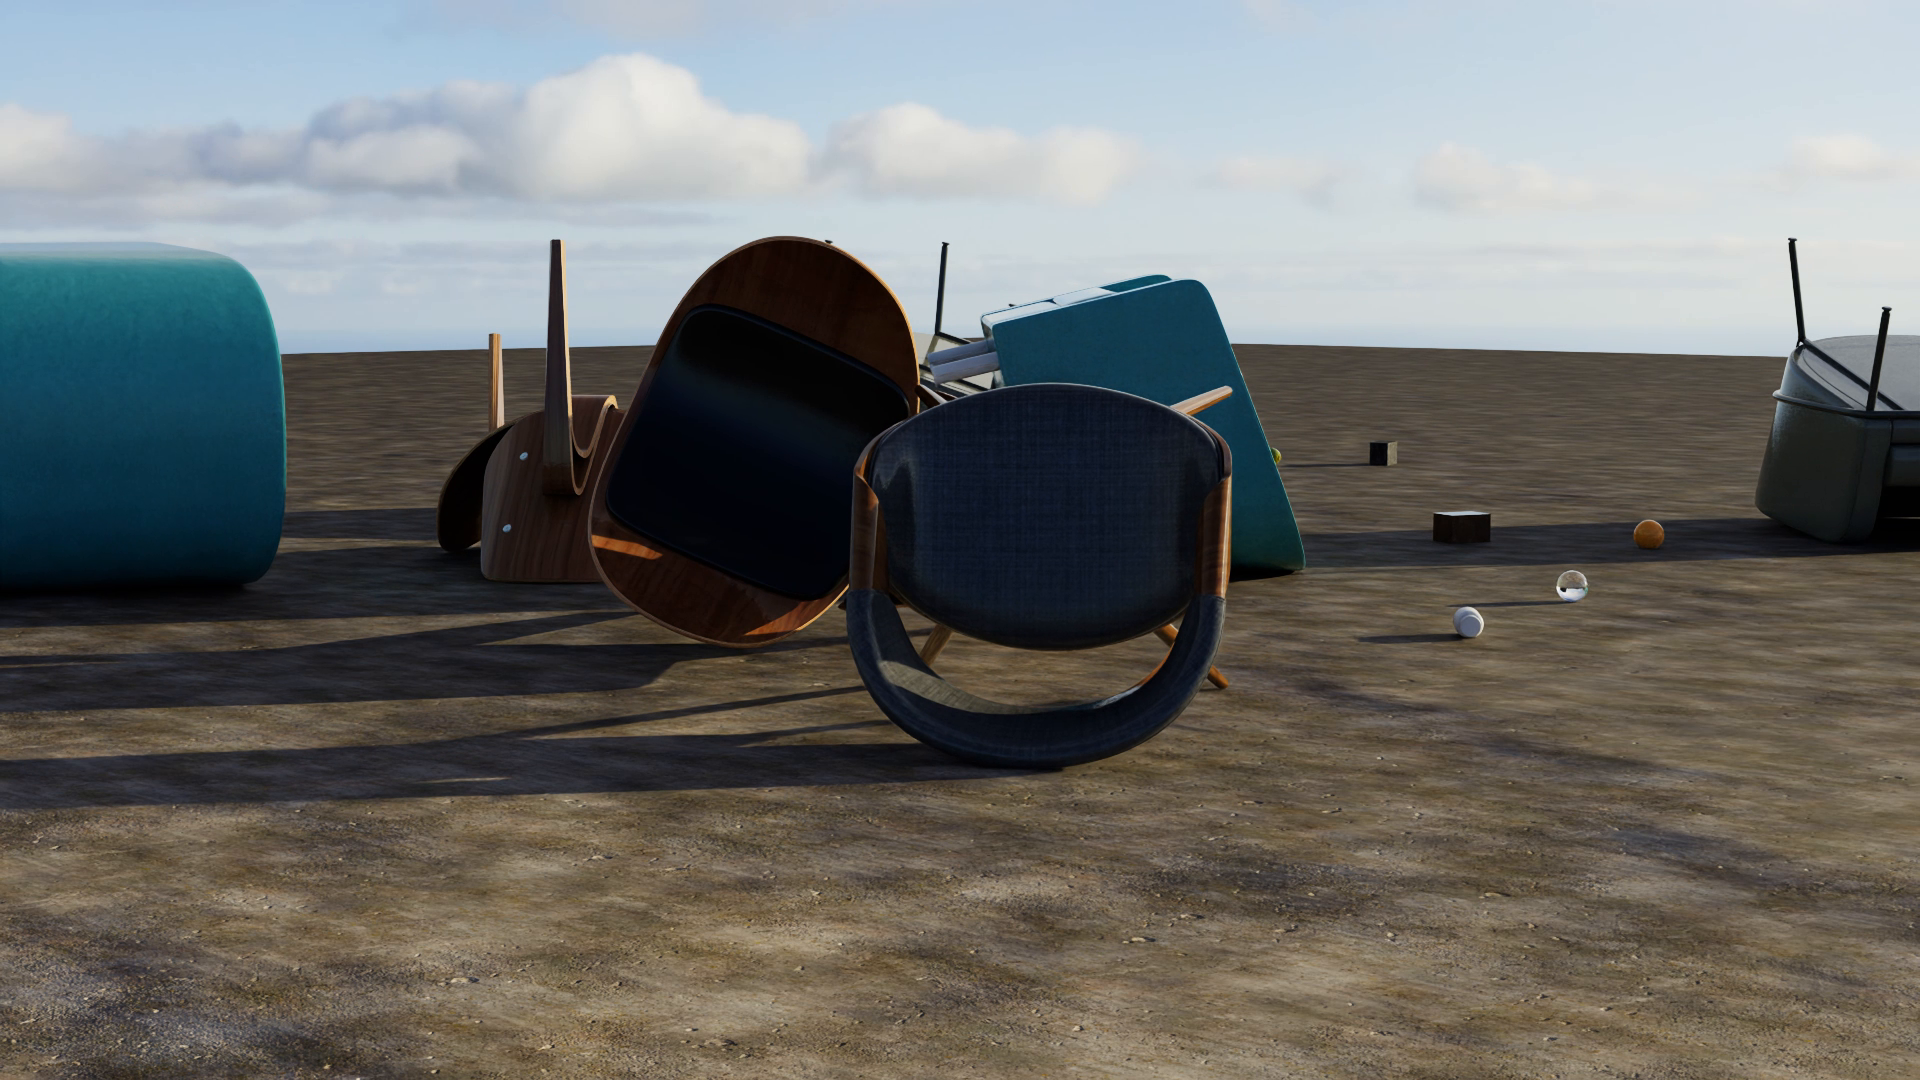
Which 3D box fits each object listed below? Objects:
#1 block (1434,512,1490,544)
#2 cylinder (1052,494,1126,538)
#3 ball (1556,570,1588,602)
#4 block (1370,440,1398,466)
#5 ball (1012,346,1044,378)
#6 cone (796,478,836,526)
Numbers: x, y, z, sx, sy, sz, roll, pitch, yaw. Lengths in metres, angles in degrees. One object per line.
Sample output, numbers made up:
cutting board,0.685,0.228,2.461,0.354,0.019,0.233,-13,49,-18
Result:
block,1.247,-0.031,6.377,0.114,0.070,0.080,-3,6,-24
cylinder,0.323,-0.061,6.446,0.172,0.113,0.134,0,-5,-2
ball,1.239,0.094,5.191,0.064,0.064,0.064,0,6,0
block,1.482,-0.304,8.982,0.064,0.079,0.115,3,7,26
ball,0.435,-1.138,16.415,0.213,0.213,0.213,0,6,0
cone,-0.387,-0.107,6.852,0.096,0.122,0.140,3,7,29
